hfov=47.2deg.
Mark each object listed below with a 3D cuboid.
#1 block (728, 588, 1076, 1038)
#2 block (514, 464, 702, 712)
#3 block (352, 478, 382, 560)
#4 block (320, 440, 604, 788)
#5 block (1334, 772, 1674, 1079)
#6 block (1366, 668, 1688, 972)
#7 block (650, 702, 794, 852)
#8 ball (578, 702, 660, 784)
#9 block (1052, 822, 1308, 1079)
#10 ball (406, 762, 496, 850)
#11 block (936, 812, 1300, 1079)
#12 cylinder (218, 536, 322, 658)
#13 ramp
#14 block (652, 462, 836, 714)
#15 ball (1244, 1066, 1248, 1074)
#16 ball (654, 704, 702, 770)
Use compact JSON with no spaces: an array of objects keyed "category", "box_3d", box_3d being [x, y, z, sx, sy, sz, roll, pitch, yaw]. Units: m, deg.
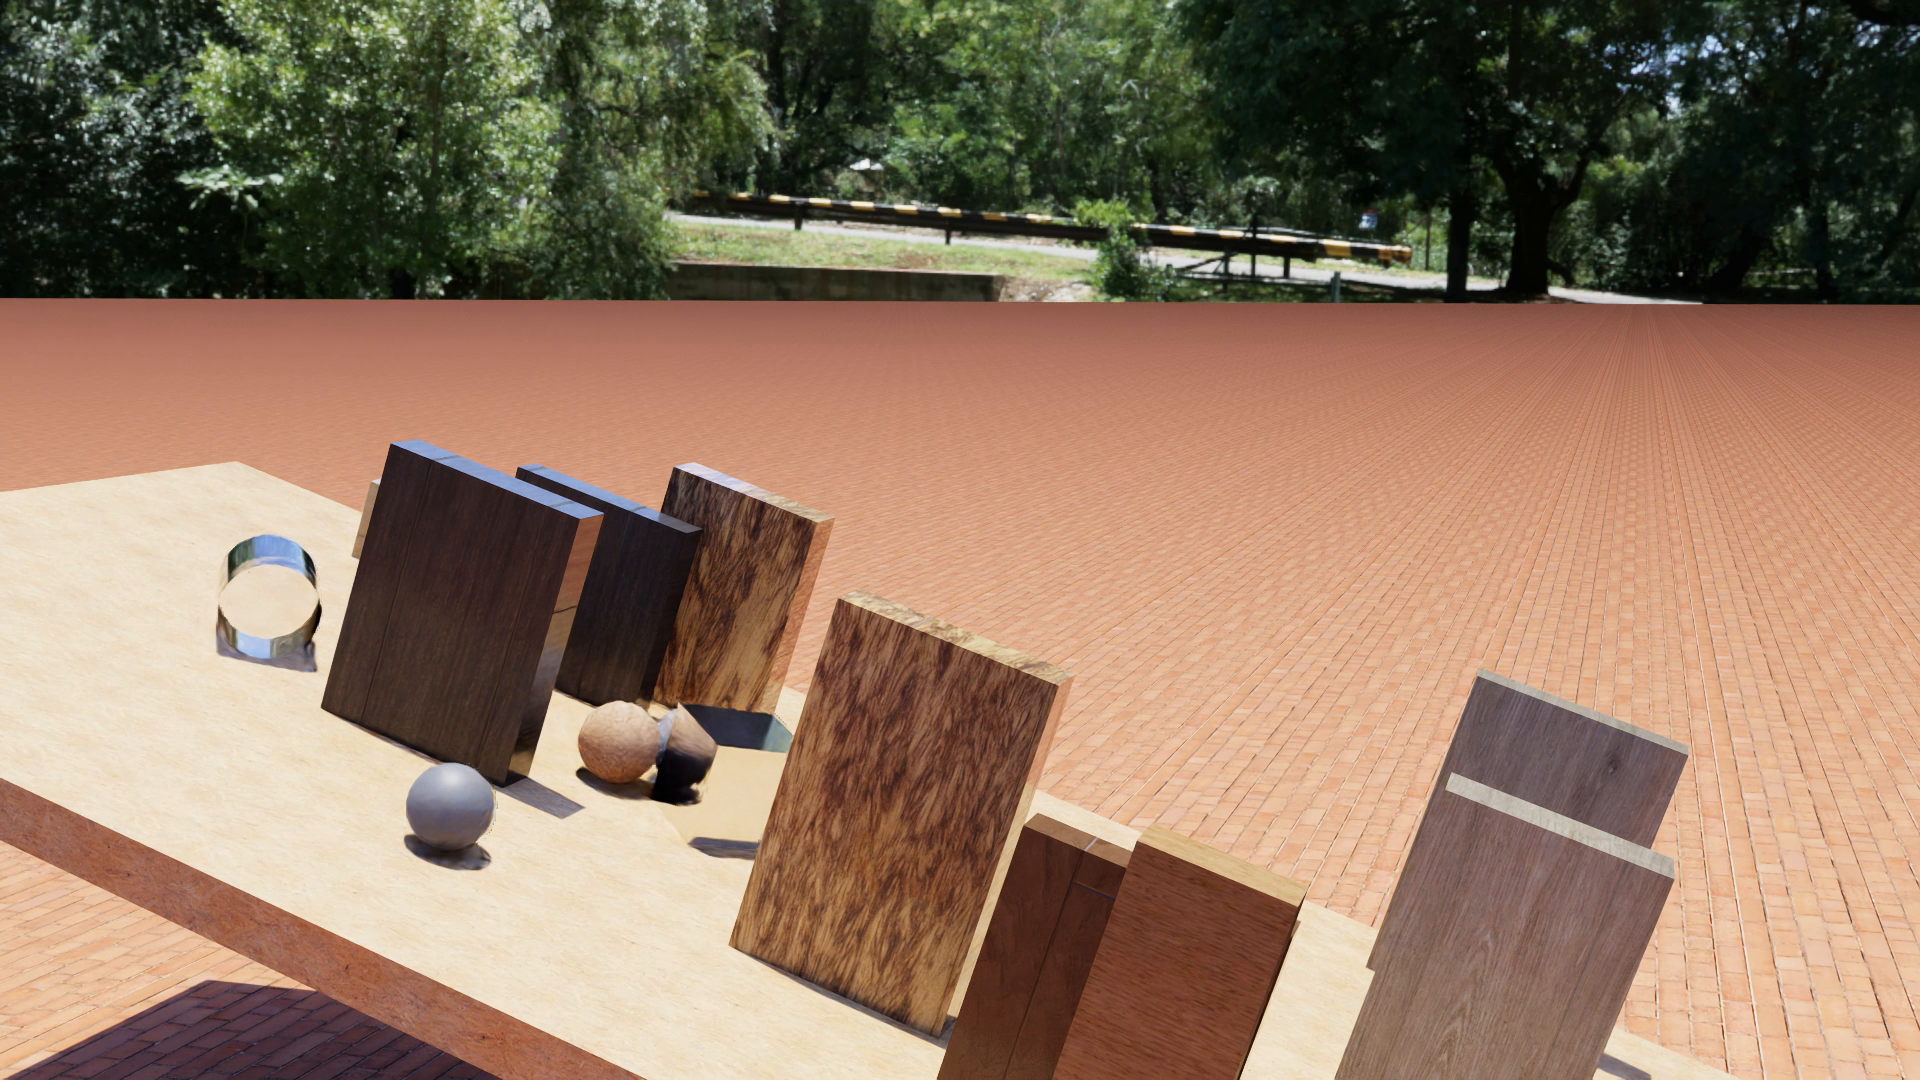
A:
[{"category":"block","box_3d":[-0.102,0.456,3.689,0.397,0.641,0.111,21,12,14]},{"category":"block","box_3d":[-0.810,0.109,4.728,0.410,0.429,0.083,21,12,14]},{"category":"block","box_3d":[-1.299,-0.033,5.233,0.189,0.189,0.189,19,12,7]},{"category":"block","box_3d":[-0.942,0.136,4.144,0.408,0.539,0.099,21,12,14]},{"category":"block","box_3d":[0.971,0.777,3.949,0.411,0.589,0.141,21,12,14]},{"category":"block","box_3d":[1.171,0.661,4.568,0.440,0.671,0.099,21,12,14]},{"category":"block","box_3d":[-0.441,0.458,4.239,0.205,0.205,0.205,11,14,-32]},{"category":"ball","box_3d":[-0.666,0.395,4.302,0.159,0.159,0.159,0,7,0]},{"category":"block","box_3d":[0.283,0.728,3.164,0.240,0.584,0.105,21,12,14]},{"category":"ball","box_3d":[-0.870,0.455,3.756,0.149,0.149,0.149,0,7,0]},{"category":"block","box_3d":[0.231,0.724,3.359,0.433,0.479,0.084,21,12,14]},{"category":"cylinder","box_3d":[-1.390,0.112,4.422,0.196,0.196,0.196,-2,18,-18]},{"category":"ramp","box_3d":[-0.350,0.656,4.222,4.000,0.100,2.000,21,12,14]},{"category":"block","box_3d":[-0.524,0.133,4.840,0.351,0.512,0.110,21,12,14]},{"category":"ball","box_3d":[0.443,0.891,3.803,0.115,0.115,0.115,0,7,0]},{"category":"ball","box_3d":[-0.533,0.412,4.395,0.168,0.168,0.168,0,7,0]}]
